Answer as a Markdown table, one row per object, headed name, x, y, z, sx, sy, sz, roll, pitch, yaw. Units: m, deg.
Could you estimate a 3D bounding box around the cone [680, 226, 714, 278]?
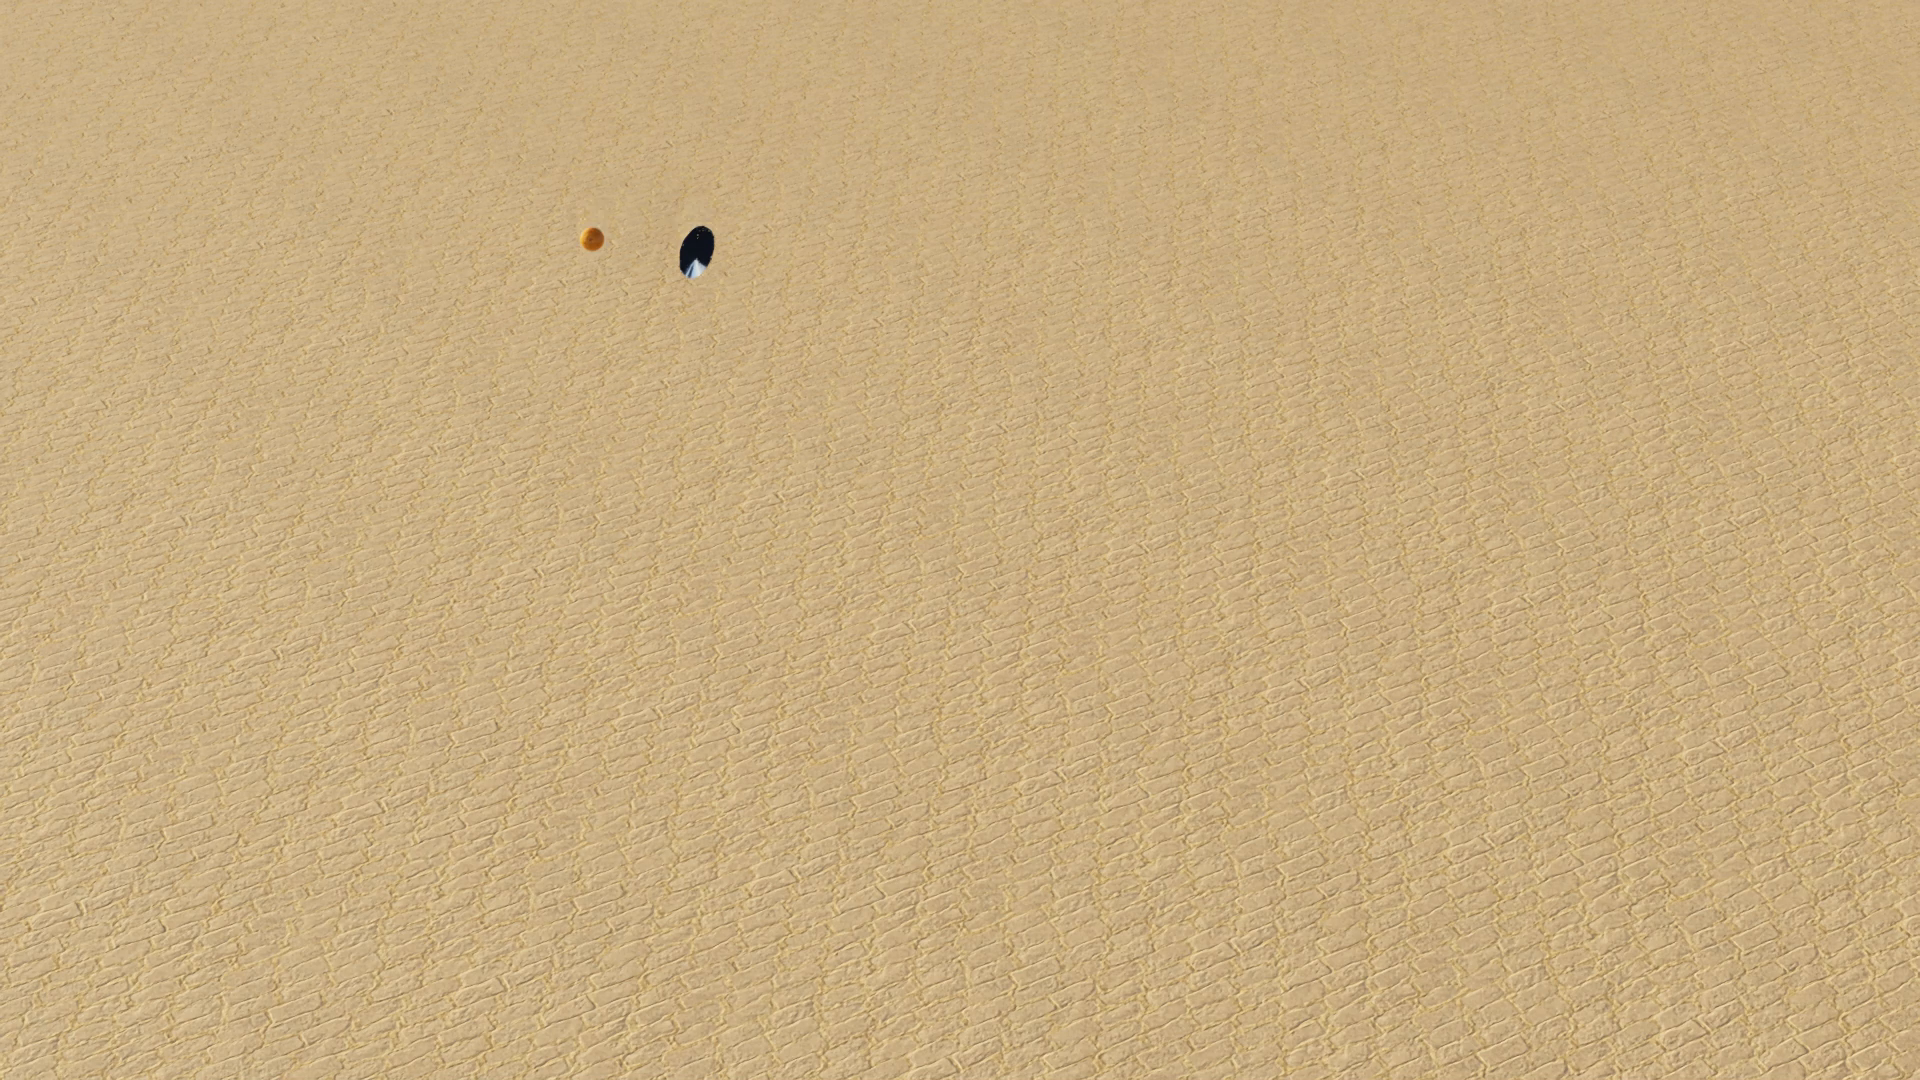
| name | x | y | z | sx | sy | sz | roll | pitch | yaw |
| --- | --- | --- | --- | --- | --- | --- | --- | --- | --- |
| cone | -0.721 | -0.769 | 7.985 | 0.088 | 0.150 | 0.126 | 18 | -12 | -6 |
